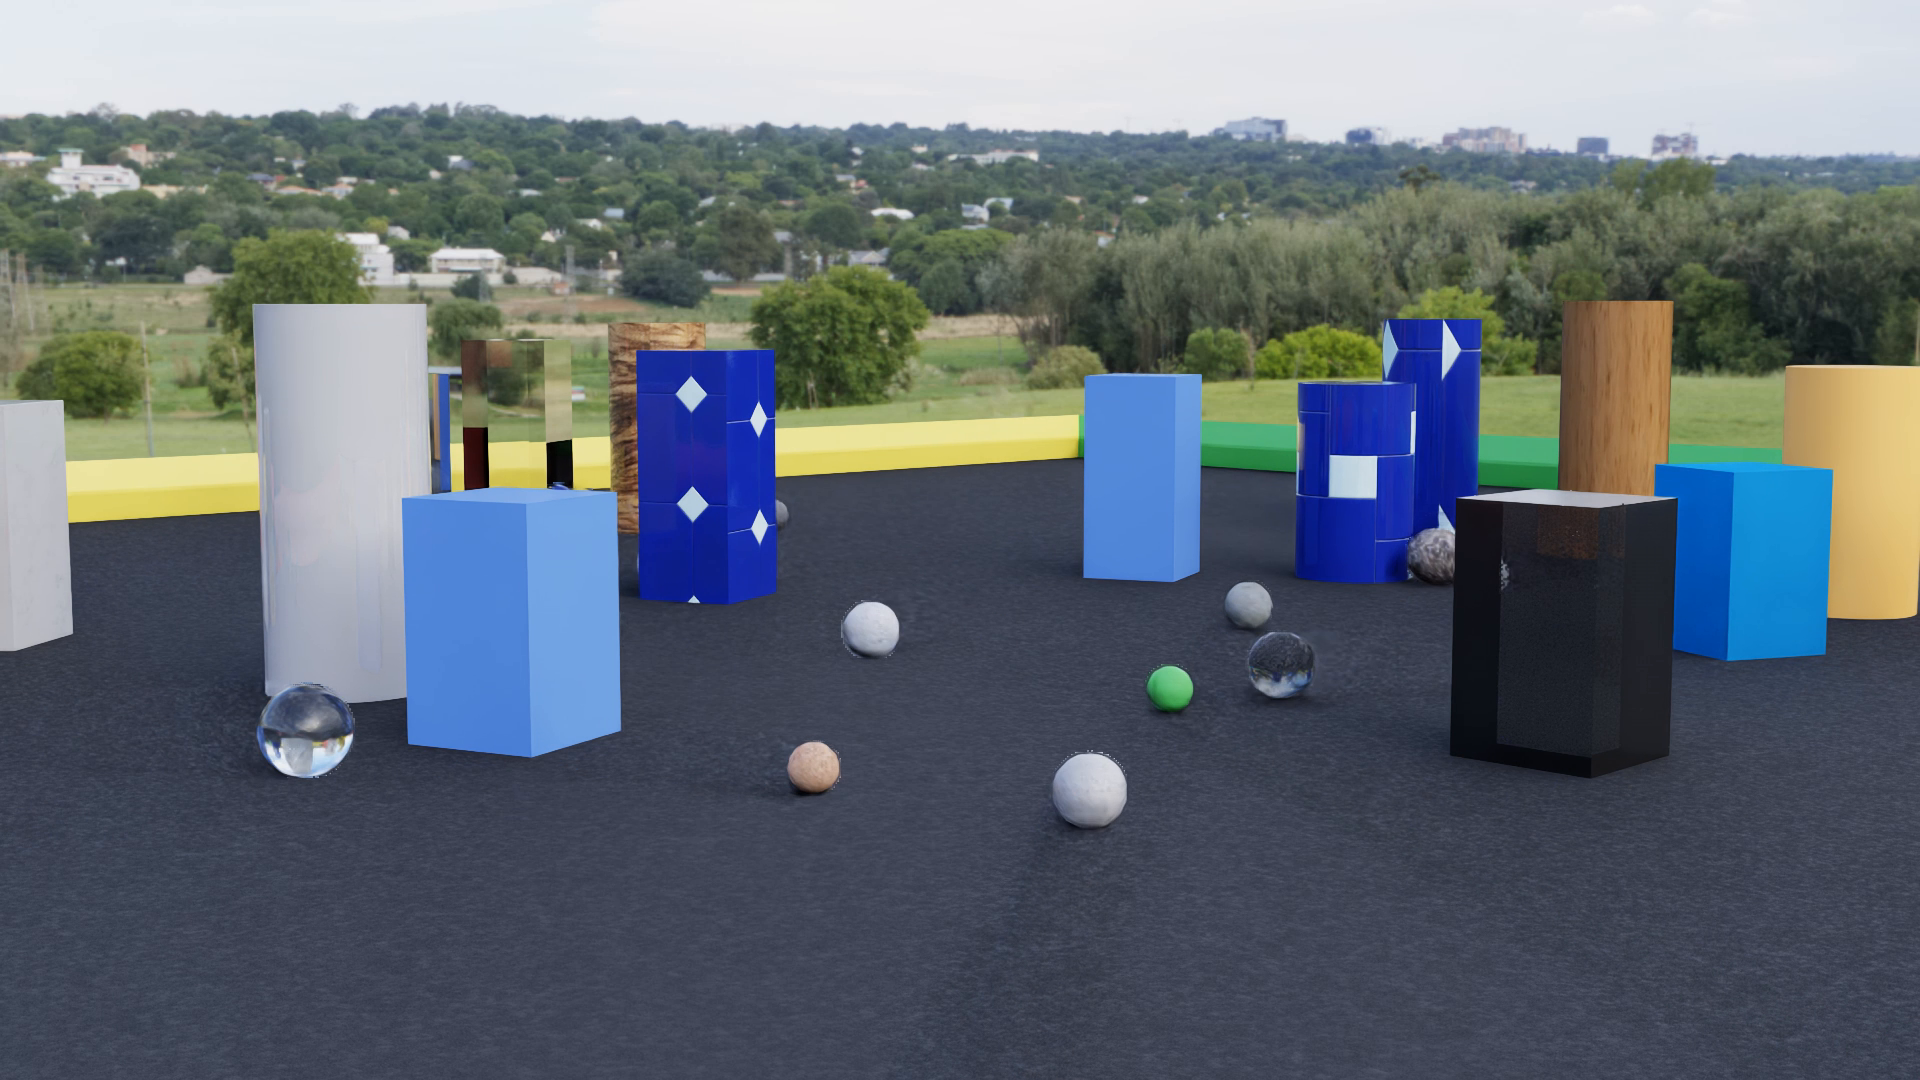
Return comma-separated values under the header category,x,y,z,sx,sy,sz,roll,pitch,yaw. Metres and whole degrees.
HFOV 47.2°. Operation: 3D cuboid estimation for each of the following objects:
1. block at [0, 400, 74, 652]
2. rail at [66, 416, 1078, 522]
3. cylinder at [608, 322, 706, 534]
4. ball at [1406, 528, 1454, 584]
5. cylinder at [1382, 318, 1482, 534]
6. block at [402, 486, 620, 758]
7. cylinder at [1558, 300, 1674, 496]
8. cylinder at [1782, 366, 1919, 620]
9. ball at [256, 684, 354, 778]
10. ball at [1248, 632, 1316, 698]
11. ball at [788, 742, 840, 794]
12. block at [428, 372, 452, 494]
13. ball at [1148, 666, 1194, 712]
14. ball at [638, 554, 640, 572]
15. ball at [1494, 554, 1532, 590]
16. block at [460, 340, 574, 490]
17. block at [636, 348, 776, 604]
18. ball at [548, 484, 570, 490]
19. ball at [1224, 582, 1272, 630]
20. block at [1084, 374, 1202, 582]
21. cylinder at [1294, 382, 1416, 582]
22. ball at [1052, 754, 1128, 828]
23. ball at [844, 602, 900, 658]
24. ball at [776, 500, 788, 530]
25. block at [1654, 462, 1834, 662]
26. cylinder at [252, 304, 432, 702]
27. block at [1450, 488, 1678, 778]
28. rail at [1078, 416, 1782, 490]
category,x,y,z,sx,sy,sz,roll,pitch,yaw
block,-1.305,-0.023,2.941,0.155,0.321,0.155,1,6,5
rail,-1.476,-0.134,4.923,5.034,0.126,0.045,-5,8,-42
cylinder,-0.607,-0.228,4.426,0.194,0.418,0.194,0,6,0
ball,0.772,0.026,3.570,0.093,0.093,0.093,0,6,0
cylinder,0.949,-0.232,4.438,0.194,0.425,0.194,0,6,0
block,-0.463,0.080,2.283,0.155,0.254,0.155,3,7,26
cylinder,1.203,-0.209,4.046,0.194,0.459,0.194,0,6,0
cylinder,1.316,-0.075,3.248,0.194,0.360,0.194,0,6,0
ball,-0.624,0.182,2.098,0.088,0.088,0.088,0,6,0
ball,0.368,0.143,2.522,0.077,0.077,0.077,0,6,0
ball,-0.135,0.210,2.029,0.048,0.048,0.048,0,6,0
block,-1.076,-0.154,4.182,0.155,0.323,0.155,-5,8,-40
ball,0.233,0.165,2.438,0.051,0.051,0.051,0,6,0
ball,-0.481,0.037,3.517,0.070,0.070,0.070,0,6,0
ball,0.879,0.051,3.492,0.060,0.060,0.060,0,6,0
block,-0.888,-0.210,4.422,0.155,0.384,0.155,3,6,23
block,-0.391,-0.103,3.409,0.155,0.382,0.155,3,7,23
ball,-0.797,-0.077,4.367,0.066,0.066,0.066,0,6,0
ball,0.403,0.091,3.072,0.066,0.066,0.066,0,6,0
block,0.307,-0.108,3.686,0.155,0.335,0.155,2,6,22
cylinder,0.659,-0.100,3.669,0.194,0.323,0.194,0,6,0
ball,0.112,0.216,1.892,0.065,0.065,0.065,0,6,0
ball,-0.113,0.115,2.812,0.073,0.073,0.073,0,6,0
ball,-0.378,-0.050,4.416,0.066,0.066,0.066,0,6,0
block,1.021,0.024,2.880,0.155,0.240,0.155,-2,6,-20
cylinder,-0.716,-0.049,2.566,0.194,0.450,0.194,0,6,0
block,0.600,0.087,2.189,0.155,0.259,0.155,6,8,45
rail,1.832,-0.144,5.014,0.045,0.126,4.401,-5,8,-42
